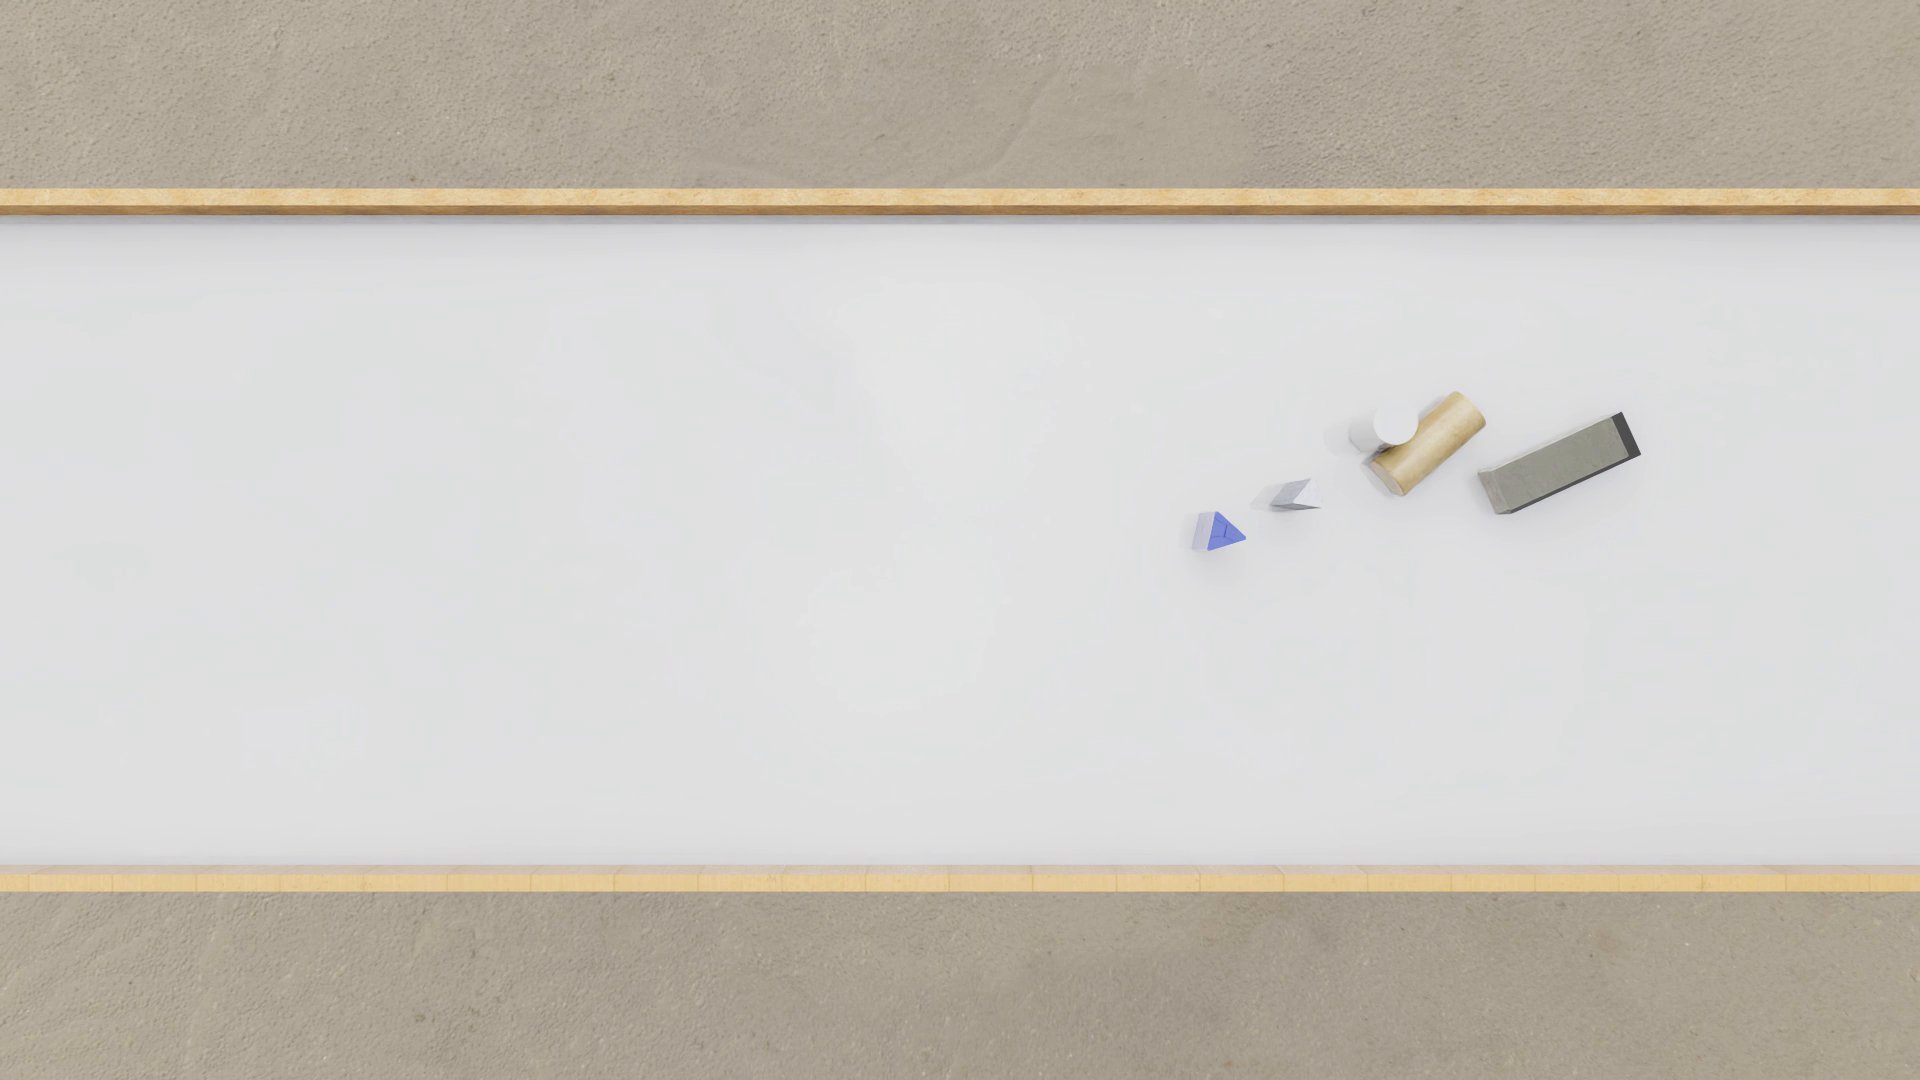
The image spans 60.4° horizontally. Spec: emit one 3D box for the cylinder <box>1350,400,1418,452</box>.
[{"bbox_3d":[1.258,-0.335,4.910,0.128,0.329,0.128,0,89,2],"label":"cylinder"}]

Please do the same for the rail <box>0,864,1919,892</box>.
[{"bbox_3d":[-2.247,1.025,5.001,12.000,0.150,0.050,0,90,0],"label":"rail"}]

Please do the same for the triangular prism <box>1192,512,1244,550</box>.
[{"bbox_3d":[0.755,-0.035,4.914,0.116,0.325,0.101,-17,90,0],"label":"triangular prism"}]

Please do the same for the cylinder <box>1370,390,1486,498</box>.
[{"bbox_3d":[1.421,-0.291,5.004,0.328,0.144,0.144,-41,90,0],"label":"cylinder"}]

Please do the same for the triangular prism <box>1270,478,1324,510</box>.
[{"bbox_3d":[1.002,-0.138,4.894,0.089,0.364,0.077,10,90,0],"label":"triangular prism"}]

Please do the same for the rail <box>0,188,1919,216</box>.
[{"bbox_3d":[-2.247,-1.025,5.002,12.000,0.150,0.050,0,90,0],"label":"rail"}]

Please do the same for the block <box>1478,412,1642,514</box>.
[{"bbox_3d":[1.816,-0.231,5.006,0.428,0.142,0.142,-25,90,0],"label":"block"}]
